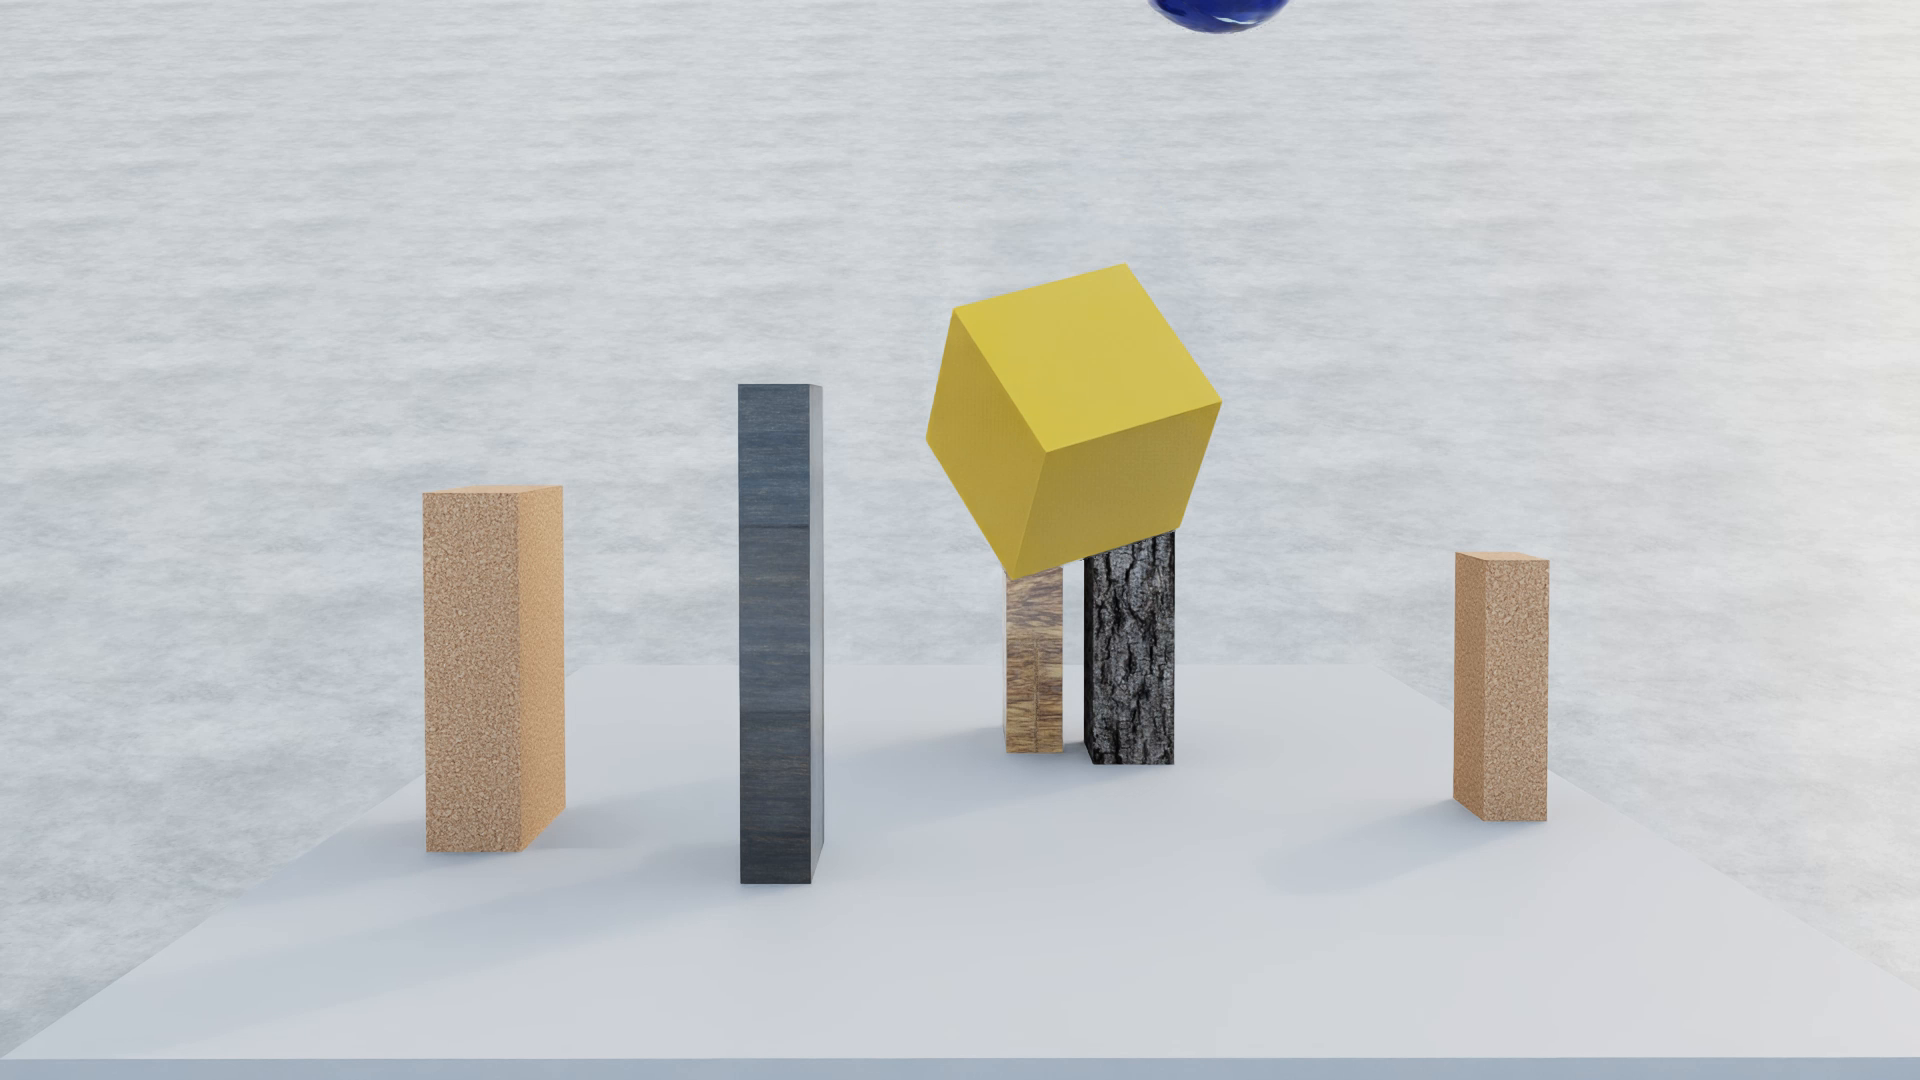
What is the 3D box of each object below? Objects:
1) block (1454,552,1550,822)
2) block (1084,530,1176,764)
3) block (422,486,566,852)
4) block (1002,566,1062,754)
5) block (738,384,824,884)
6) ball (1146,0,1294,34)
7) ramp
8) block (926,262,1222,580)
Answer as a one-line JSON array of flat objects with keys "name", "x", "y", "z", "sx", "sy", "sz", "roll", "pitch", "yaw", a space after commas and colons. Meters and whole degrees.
[{"name": "block", "x": 0.865, "y": 0.229, "z": 4.123, "sx": 0.099, "sy": 0.408, "sz": 0.245, "roll": 0, "pitch": 3, "yaw": 0}, {"name": "block", "x": 0.314, "y": 0.049, "z": 4.818, "sx": 0.147, "sy": 0.700, "sz": 0.346, "roll": 0, "pitch": 3, "yaw": 0}, {"name": "block", "x": -0.706, "y": 0.182, "z": 3.931, "sx": 0.138, "sy": 0.521, "sz": 0.423, "roll": 0, "pitch": 3, "yaw": 0}, {"name": "block", "x": 0.139, "y": 0.031, "z": 5.026, "sx": 0.105, "sy": 0.718, "sz": 0.439, "roll": 0, "pitch": 3, "yaw": 0}, {"name": "block", "x": -0.250, "y": 0.119, "z": 3.636, "sx": 0.096, "sy": 0.675, "sz": 0.353, "roll": 0, "pitch": 3, "yaw": 0}, {"name": "ball", "x": 0.267, "y": -0.621, "z": 2.638, "sx": 0.201, "sy": 0.201, "sz": 0.201, "roll": 0, "pitch": 22, "yaw": 0}, {"name": "ramp", "x": 0.051, "y": 0.464, "z": 4.534, "sx": 2.000, "sy": 0.100, "sz": 4.000, "roll": 0, "pitch": 3, "yaw": 0}, {"name": "block", "x": 0.101, "y": -0.110, "z": 2.376, "sx": 0.181, "sy": 0.181, "sz": 0.181, "roll": -17, "pitch": 56, "yaw": -23}]
